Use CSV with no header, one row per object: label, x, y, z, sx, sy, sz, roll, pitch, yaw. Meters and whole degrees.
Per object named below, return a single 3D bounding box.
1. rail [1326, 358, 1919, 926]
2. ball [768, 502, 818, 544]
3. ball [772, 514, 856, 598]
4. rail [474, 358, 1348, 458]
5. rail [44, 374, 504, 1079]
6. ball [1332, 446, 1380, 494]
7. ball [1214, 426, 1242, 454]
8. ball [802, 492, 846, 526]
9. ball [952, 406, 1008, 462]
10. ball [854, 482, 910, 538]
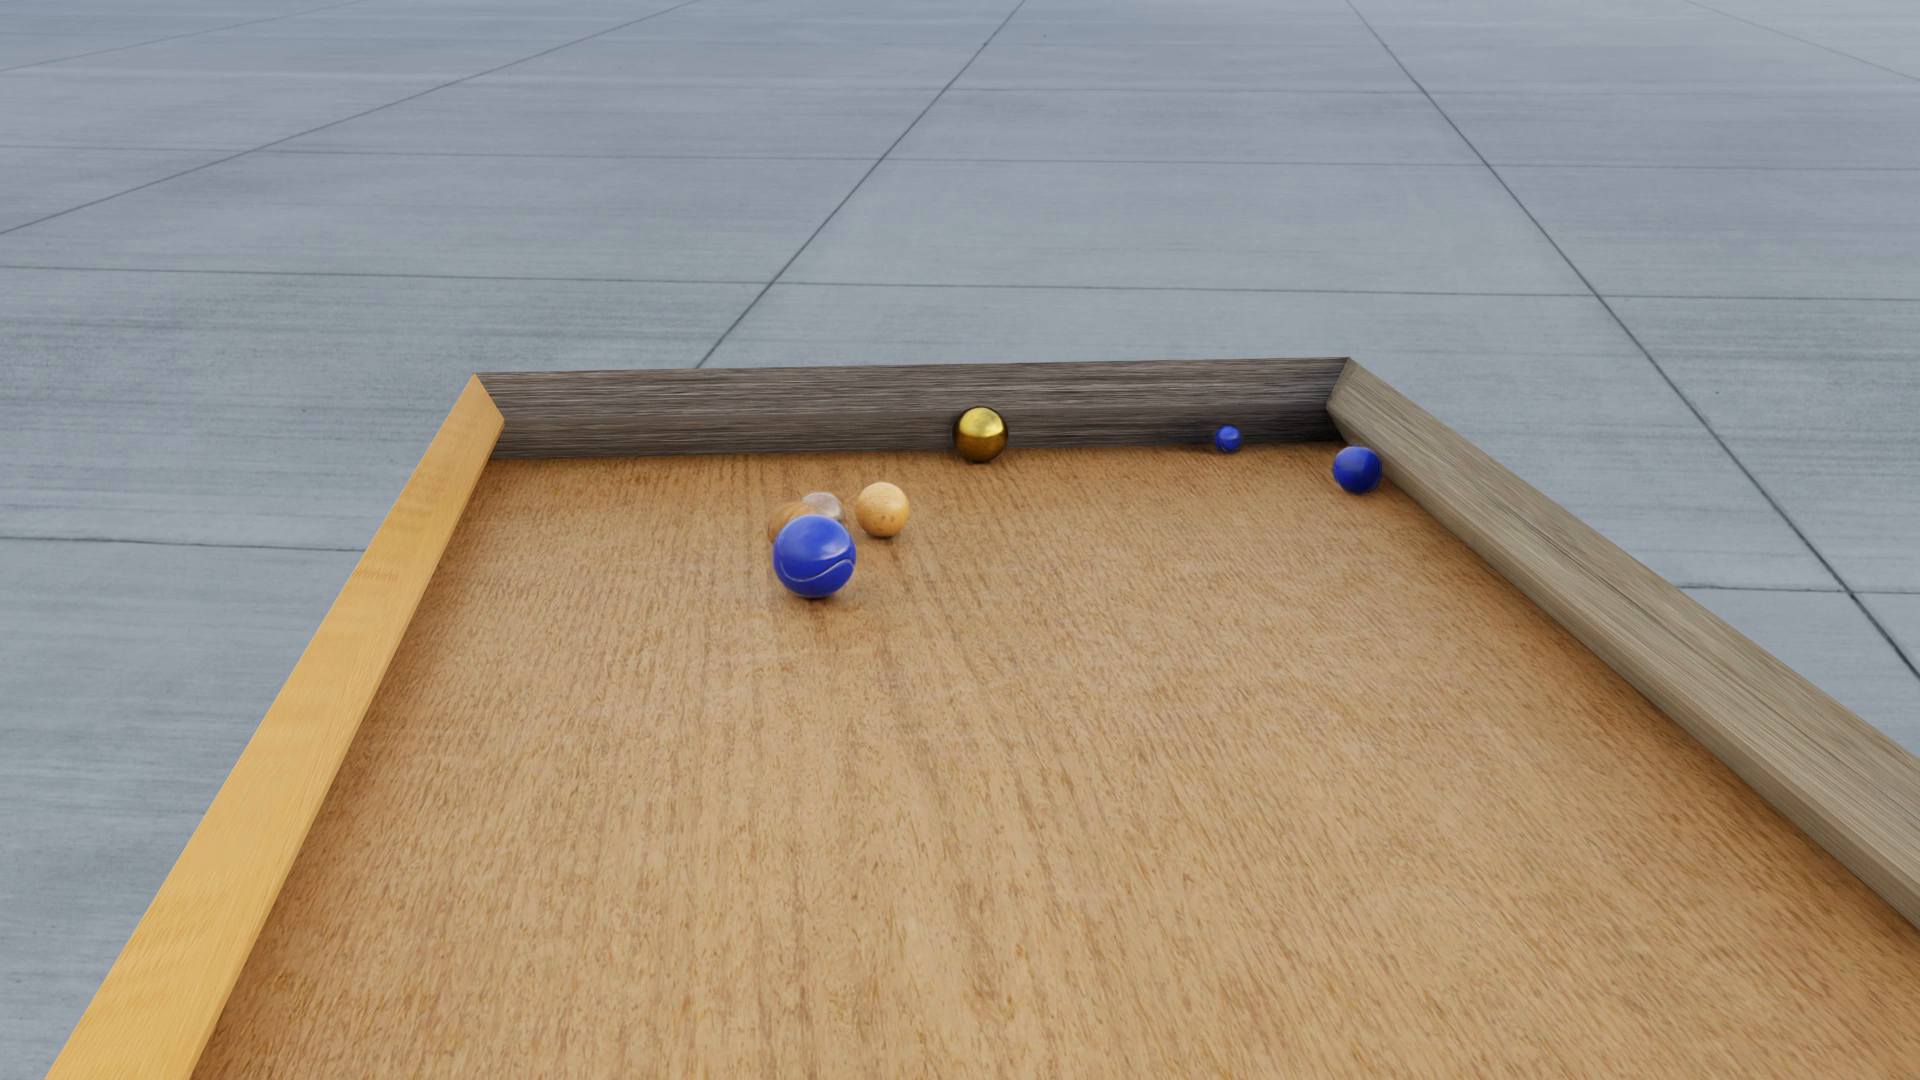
rail,0.674,0.123,2.081,0.045,0.126,2.504,-1,16,-5
ball,-0.202,-0.013,2.686,0.068,0.068,0.068,0,15,0
ball,-0.167,0.018,2.516,0.097,0.097,0.097,0,15,0
rail,-0.057,-0.188,3.203,1.283,0.126,0.045,-1,16,-5
rail,-0.556,0.154,1.969,0.045,0.126,2.504,-1,16,-5
ball,0.539,-0.096,2.990,0.065,0.065,0.065,0,15,0
ball,0.393,-0.147,3.218,0.041,0.041,0.041,0,15,0
ball,-0.175,-0.030,2.755,0.062,0.062,0.062,0,15,0
ball,0.029,-0.152,3.162,0.081,0.081,0.081,0,15,0
ball,-0.098,-0.038,2.771,0.070,0.070,0.070,0,15,0
